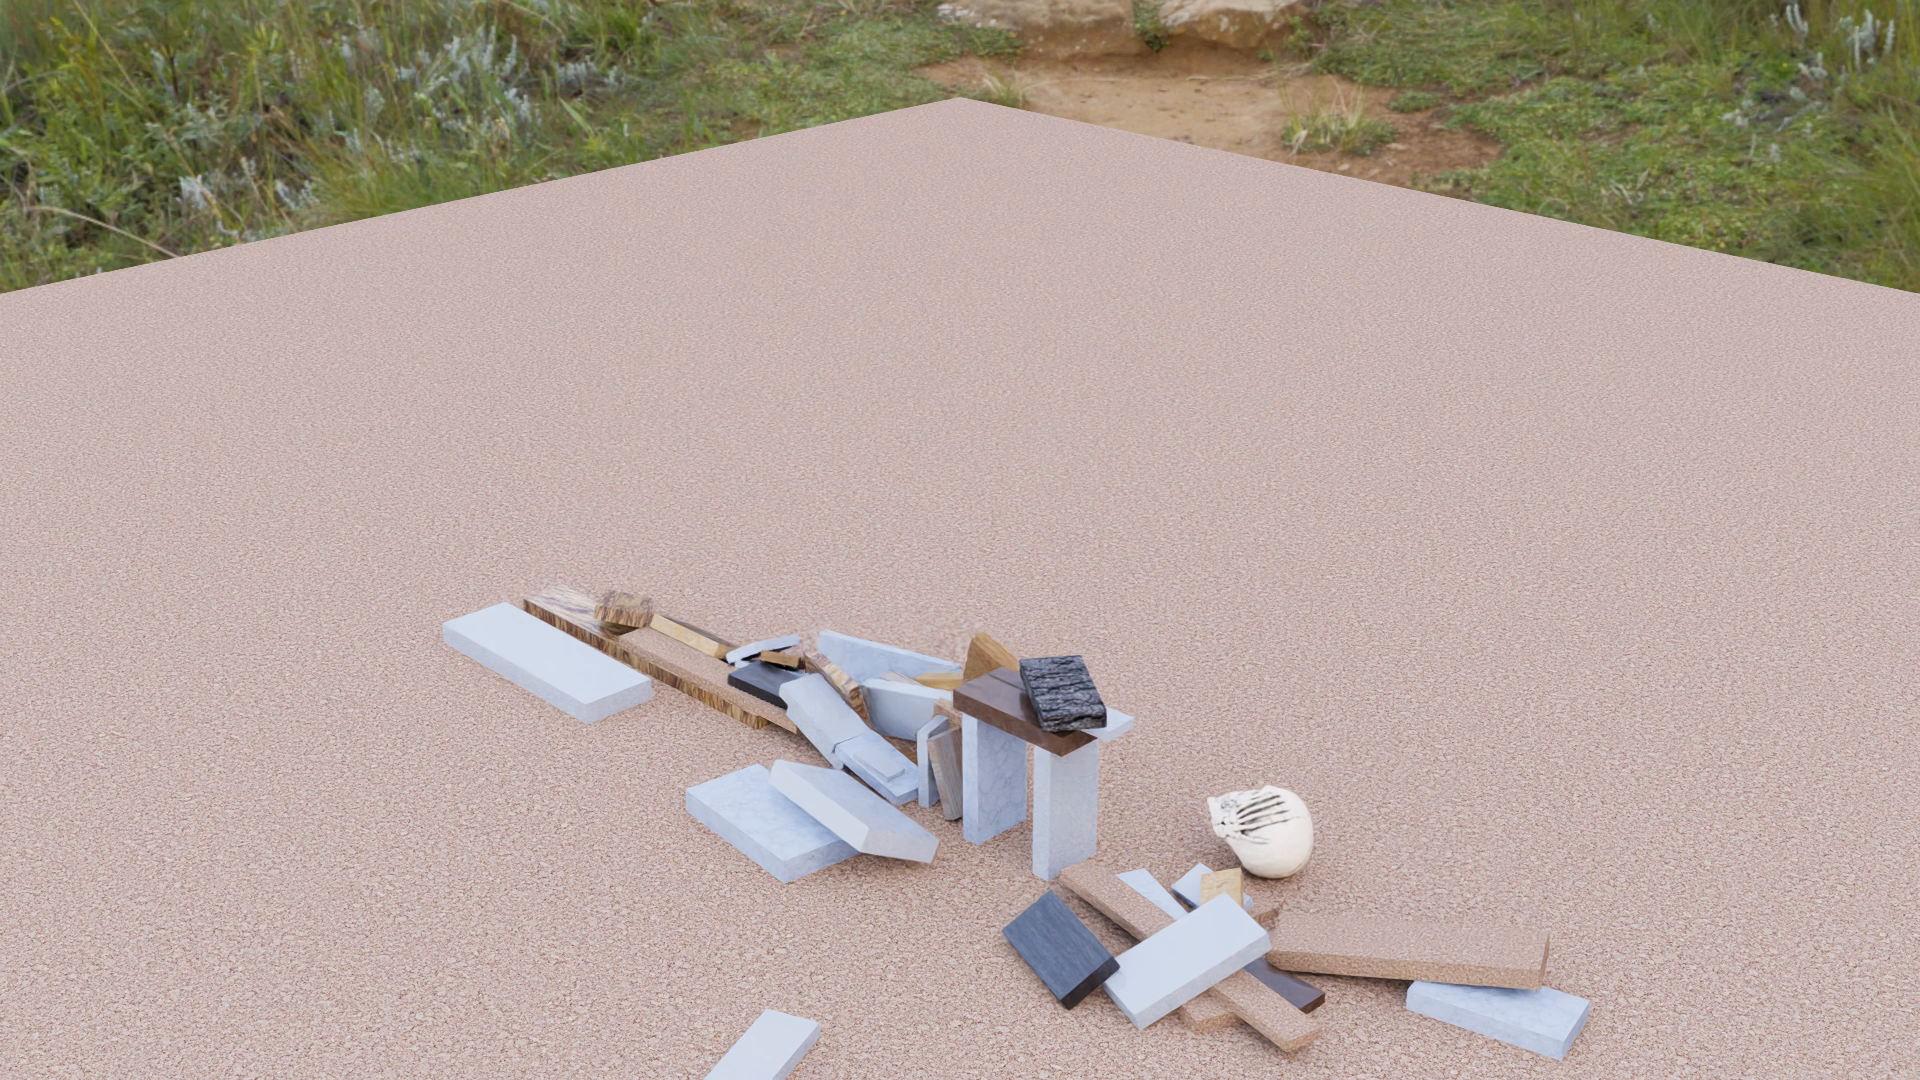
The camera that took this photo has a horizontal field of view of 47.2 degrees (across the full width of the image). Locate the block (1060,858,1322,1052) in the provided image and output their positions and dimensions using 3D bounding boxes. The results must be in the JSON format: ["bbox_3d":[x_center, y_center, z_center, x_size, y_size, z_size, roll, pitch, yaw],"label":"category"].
[{"bbox_3d":[0.399,0.732,3.934,0.077,0.022,0.648,-14,27,-31],"label":"block"}]

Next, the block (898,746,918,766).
[{"bbox_3d":[-0.104,0.468,4.638,0.051,0.014,0.102,-17,29,-35],"label":"block"}]

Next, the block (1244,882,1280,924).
[{"bbox_3d":[0.523,0.676,4.140,0.075,0.021,0.150,-14,27,-30],"label":"block"}]

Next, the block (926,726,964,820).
[{"bbox_3d":[-0.010,0.470,4.438,0.085,0.170,0.024,-20,10,-39],"label":"block"}]

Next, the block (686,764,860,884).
[{"bbox_3d":[-0.376,0.560,4.377,0.176,0.050,0.353,-17,28,-35],"label":"block"}]

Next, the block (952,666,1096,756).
[{"bbox_3d":[0.137,0.326,4.216,0.283,0.040,0.141,21,31,40],"label":"block"}]

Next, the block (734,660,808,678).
[{"bbox_3d":[-0.403,0.302,4.961,0.191,0.027,0.095,11,1,21],"label":"block"}]

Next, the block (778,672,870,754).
[{"bbox_3d":[-0.288,0.367,4.676,0.100,0.028,0.201,-16,47,-37],"label":"block"}]

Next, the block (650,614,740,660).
[{"bbox_3d":[-0.601,0.232,5.103,0.232,0.033,0.116,21,0,40],"label":"block"}]

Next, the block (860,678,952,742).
[{"bbox_3d":[-0.063,0.371,4.632,0.366,0.119,0.034,6,30,46],"label":"block"}]

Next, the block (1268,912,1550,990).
[{"bbox_3d":[0.796,0.728,3.908,0.473,0.039,0.139,0,20,21],"label":"block"}]

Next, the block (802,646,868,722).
[{"bbox_3d":[-0.271,0.314,4.752,0.027,0.095,0.191,-29,39,-22],"label":"block"}]

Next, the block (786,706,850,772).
[{"bbox_3d":[-0.270,0.409,4.676,0.100,0.028,0.201,-17,47,-38],"label":"block"}]

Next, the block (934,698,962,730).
[{"bbox_3d":[0.019,0.396,4.484,0.170,0.085,0.024,27,41,28],"label":"block"}]

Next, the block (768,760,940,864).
[{"bbox_3d":[-0.213,0.532,4.334,0.176,0.050,0.353,16,7,-39],"label":"block"}]

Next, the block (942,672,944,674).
[{"bbox_3d":[0.025,0.369,4.751,0.029,0.104,0.207,-20,29,-39],"label":"block"}]

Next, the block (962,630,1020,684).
[{"bbox_3d":[0.060,0.306,4.505,0.034,0.238,0.119,-33,61,-33],"label":"block"}]

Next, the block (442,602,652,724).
[{"bbox_3d":[-0.953,0.276,5.046,0.176,0.050,0.578,-21,31,-40],"label":"block"}]

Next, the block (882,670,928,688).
[{"bbox_3d":[-0.070,0.376,4.719,0.034,0.119,0.238,-28,35,-35],"label":"block"}]

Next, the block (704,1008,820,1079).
[{"bbox_3d":[-0.463,0.984,3.404,0.102,0.029,0.874,10,25,22],"label":"block"}]

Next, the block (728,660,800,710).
[{"bbox_3d":[-0.409,0.319,4.828,0.191,0.027,0.095,19,30,38],"label":"block"}]

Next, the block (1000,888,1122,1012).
[{"bbox_3d":[0.178,0.729,3.924,0.119,0.034,0.239,-39,32,-6],"label":"block"}]

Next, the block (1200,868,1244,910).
[{"bbox_3d":[0.484,0.675,4.063,0.077,0.022,0.154,-13,35,16],"label":"block"}]

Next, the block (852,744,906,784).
[{"bbox_3d":[-0.167,0.461,4.536,0.102,0.014,0.051,32,38,33],"label":"block"}]

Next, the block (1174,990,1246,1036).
[{"bbox_3d":[0.409,0.790,3.862,0.102,0.029,0.204,-10,25,-22],"label":"block"}]

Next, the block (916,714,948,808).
[{"bbox_3d":[-0.054,0.451,4.479,0.024,0.170,0.085,12,26,28],"label":"block"}]

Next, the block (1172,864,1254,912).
[{"bbox_3d":[0.473,0.667,4.120,0.075,0.021,0.150,-36,36,-18],"label":"block"}]

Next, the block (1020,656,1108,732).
[{"bbox_3d":[0.193,0.288,4.157,0.119,0.034,0.238,-3,23,-8],"label":"block"}]

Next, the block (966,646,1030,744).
[{"bbox_3d":[0.096,0.323,4.547,0.029,0.207,0.104,-30,10,-38],"label":"block"}]

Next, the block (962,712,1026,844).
[{"bbox_3d":[0.069,0.447,4.346,0.040,0.283,0.141,20,30,40],"label":"block"}]

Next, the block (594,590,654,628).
[{"bbox_3d":[-0.799,0.162,5.231,0.116,0.033,0.232,11,7,-4],"label":"block"}]

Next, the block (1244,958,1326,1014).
[{"bbox_3d":[0.558,0.789,3.873,0.077,0.022,0.154,-20,30,-39],"label":"block"}]

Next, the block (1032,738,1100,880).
[{"bbox_3d":[0.203,0.499,4.222,0.040,0.283,0.141,21,30,39],"label":"block"}]

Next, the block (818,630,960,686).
[{"bbox_3d":[-0.164,0.292,4.935,0.354,0.104,0.029,13,16,27],"label":"block"}]

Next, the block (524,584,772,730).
[{"bbox_3d":[-0.712,0.262,5.102,0.873,0.033,0.116,21,31,41],"label":"block"}]

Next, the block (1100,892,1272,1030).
[{"bbox_3d":[0.391,0.736,3.853,0.277,0.039,0.139,-28,34,-14],"label":"block"}]

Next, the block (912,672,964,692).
[{"bbox_3d":[-0.003,0.346,4.692,0.034,0.119,0.238,-26,13,-35],"label":"block"}]

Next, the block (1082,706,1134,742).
[{"bbox_3d":[0.244,0.332,4.125,0.150,0.021,0.075,20,30,38],"label":"block"}]

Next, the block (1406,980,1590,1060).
[{"bbox_3d":[0.931,0.806,3.812,0.277,0.039,0.139,14,27,30],"label":"block"}]

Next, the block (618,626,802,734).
[{"bbox_3d":[-0.540,0.307,4.922,0.617,0.024,0.085,21,31,40],"label":"block"}]

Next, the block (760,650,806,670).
[{"bbox_3d":[-0.399,0.271,4.973,0.085,0.024,0.170,11,-5,3],"label":"block"}]

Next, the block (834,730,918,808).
[{"bbox_3d":[-0.157,0.473,4.561,0.100,0.028,0.201,-19,41,-38],"label":"block"}]

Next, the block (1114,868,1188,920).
[{"bbox_3d":[0.346,0.685,4.108,0.102,0.029,0.204,-10,25,-21],"label":"block"}]

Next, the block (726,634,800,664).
[{"bbox_3d":[-0.451,0.249,5.038,0.085,0.024,0.170,-22,-7,32],"label":"block"}]
